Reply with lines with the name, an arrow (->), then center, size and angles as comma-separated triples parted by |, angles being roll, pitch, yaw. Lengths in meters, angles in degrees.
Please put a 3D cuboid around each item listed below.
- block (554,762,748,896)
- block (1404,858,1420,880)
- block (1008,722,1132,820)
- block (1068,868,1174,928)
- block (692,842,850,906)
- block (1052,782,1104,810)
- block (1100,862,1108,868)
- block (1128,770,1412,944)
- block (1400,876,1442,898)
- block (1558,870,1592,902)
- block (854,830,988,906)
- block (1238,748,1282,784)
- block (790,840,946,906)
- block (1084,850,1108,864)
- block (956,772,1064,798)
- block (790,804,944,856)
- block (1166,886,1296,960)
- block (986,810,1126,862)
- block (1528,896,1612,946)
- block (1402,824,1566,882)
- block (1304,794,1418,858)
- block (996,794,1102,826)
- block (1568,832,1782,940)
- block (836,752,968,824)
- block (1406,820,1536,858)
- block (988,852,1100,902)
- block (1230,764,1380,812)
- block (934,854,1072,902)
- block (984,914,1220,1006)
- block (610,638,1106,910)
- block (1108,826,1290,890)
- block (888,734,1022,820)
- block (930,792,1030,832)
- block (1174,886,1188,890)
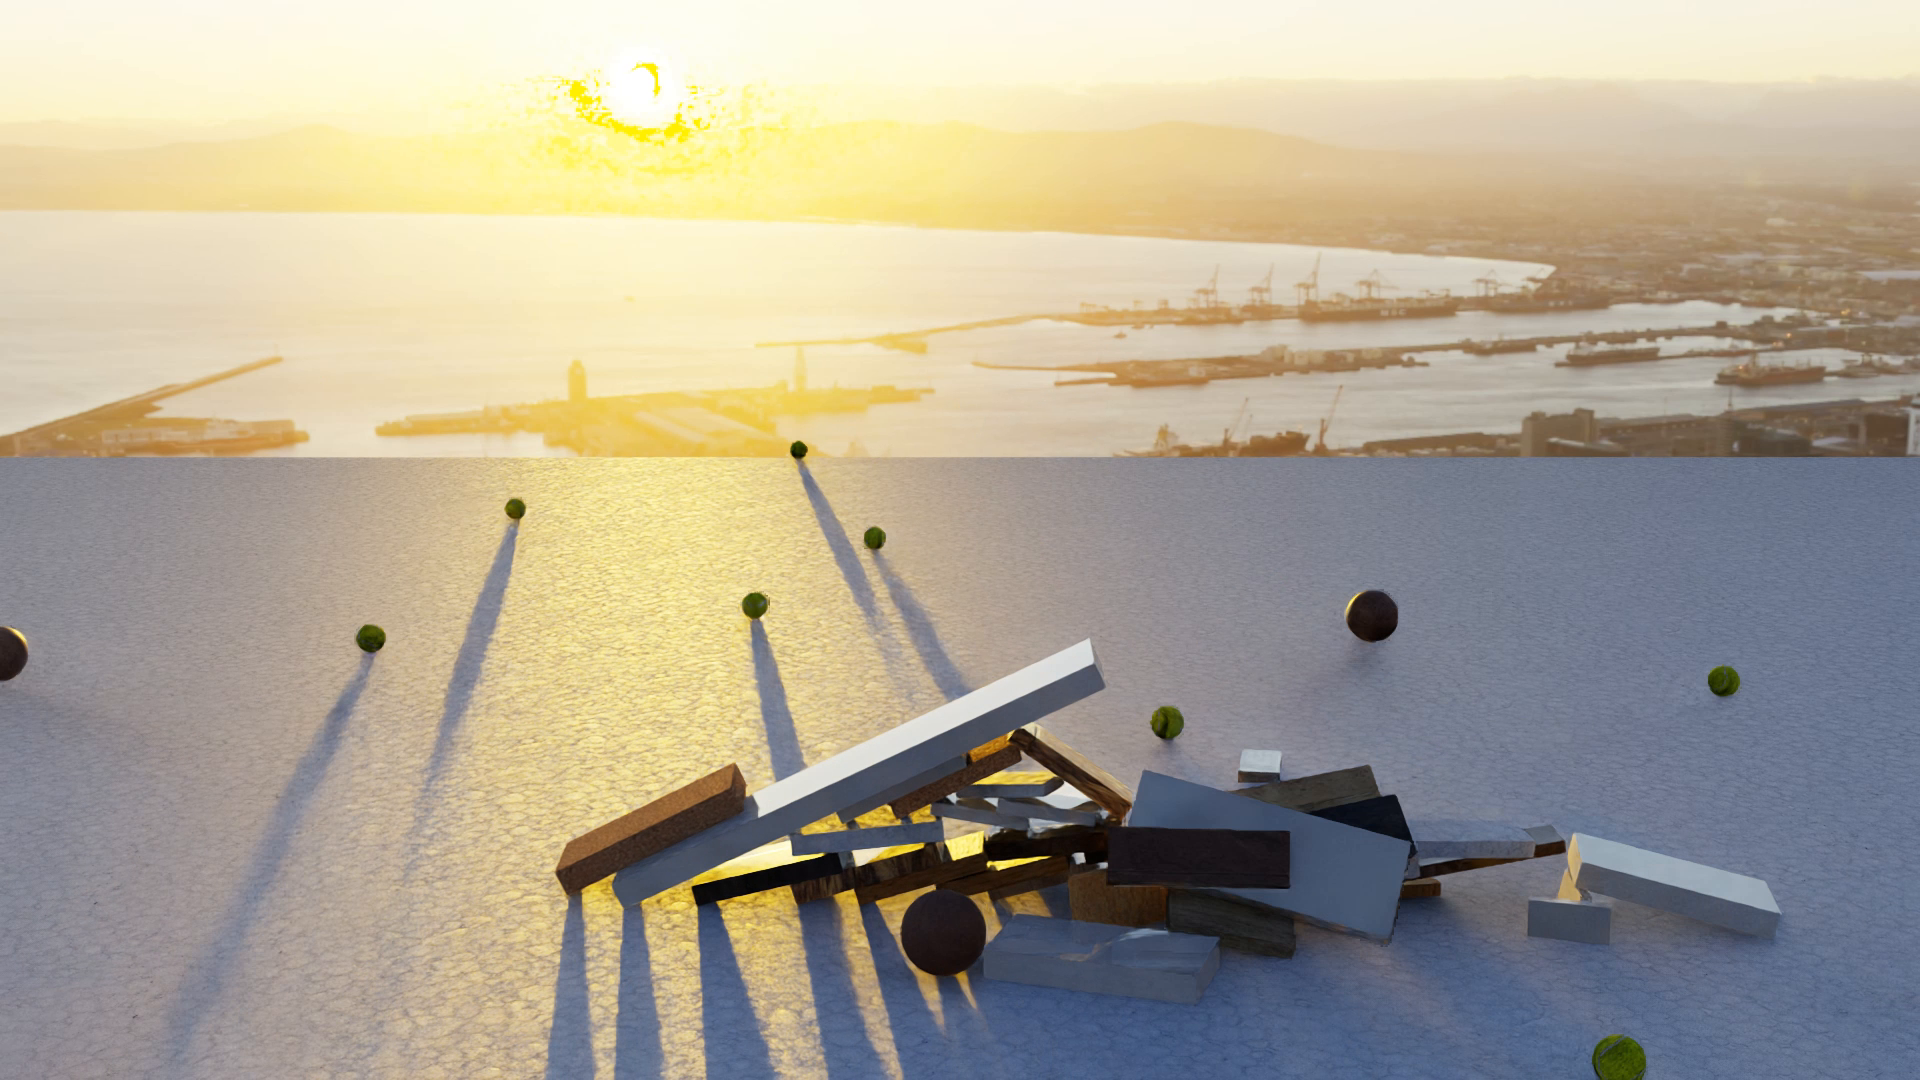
block -> -0.519, 0.487, 3.720 | 0.325, 0.046, 0.162 | -26, 10, 1
block -> 0.606, 0.536, 3.638 | 0.280, 0.040, 0.140 | -9, 12, 2
block -> 0.181, 0.372, 3.625 | 0.227, 0.032, 0.113 | 35, 7, -1
block -> 0.263, 0.568, 3.507 | 0.196, 0.098, 0.028 | -7, 3, -35
block -> -0.312, 0.543, 3.655 | 0.250, 0.035, 0.125 | -14, 10, 6
block -> 0.164, 0.484, 4.011 | 0.157, 0.044, 0.313 | -6, 6, -9
block -> 0.272, 0.539, 3.659 | 0.185, 0.026, 0.093 | -17, 9, 8
block -> 0.475, 0.495, 3.445 | 0.430, 0.157, 0.044 | 15, -21, 9
block -> 0.716, 0.576, 3.682 | 0.157, 0.022, 0.078 | -2, 11, -10
block -> 0.987, 0.581, 3.538 | 0.018, 0.063, 0.125 | 13, 11, 2
block -> -0.063, 0.545, 3.654 | 0.221, 0.031, 0.110 | -16, 10, 5
block -> 0.597, 0.449, 4.367 | 0.078, 0.022, 0.157 | 2, 11, 10
block -> -0.152, 0.536, 3.658 | 0.250, 0.035, 0.125 | -16, 10, 5
block -> 0.295, 0.497, 3.626 | 0.185, 0.026, 0.093 | -6, 11, 1
block -> 0.082, 0.405, 3.640 | 0.162, 0.023, 0.081 | -4, 7, 27
block -> -0.157, 0.475, 3.642 | 0.250, 0.035, 0.125 | -5, 11, -5
block -> 0.419, 0.594, 3.412 | 0.196, 0.028, 0.098 | 10, 25, -1
block -> 0.159, 0.486, 3.621 | 0.221, 0.031, 0.110 | -7, 11, 9
block -> 0.957, 0.598, 3.455 | 0.125, 0.063, 0.018 | 3, 14, 18
block -> 0.761, 0.538, 3.655 | 0.476, 0.022, 0.078 | -10, 12, -1
block -> 0.621, 0.477, 3.521 | 0.205, 0.103, 0.029 | -9, -23, -20
block -> 0.147, 0.439, 3.618 | 0.162, 0.023, 0.081 | 6, 9, 10
block -> 1.148, 0.556, 3.551 | 0.313, 0.044, 0.157 | 14, 13, 8
block -> -0.097, 0.394, 3.640 | 0.227, 0.032, 0.113 | -25, 8, 4
block -> 0.824, 0.489, 3.603 | 0.205, 0.029, 0.103 | 1, 12, -9
block -> 0.139, 0.551, 3.662 | 0.185, 0.026, 0.093 | -15, 10, 7
block -> 0.555, 0.458, 3.551 | 0.280, 0.140, 0.040 | -8, -23, -20
block -> 0.073, 0.543, 3.651 | 0.221, 0.031, 0.110 | -15, 10, 8
block -> 0.215, 0.631, 3.321 | 0.325, 0.046, 0.162 | 4, 11, 19
block -> -0.167, 0.384, 3.628 | 0.869, 0.046, 0.162 | -25, 10, 5
block -> 0.370, 0.493, 3.412 | 0.280, 0.086, 0.024 | 1, -21, 3
block -> -0.009, 0.386, 3.644 | 0.227, 0.032, 0.113 | -26, 8, 3
block -> 0.034, 0.447, 3.643 | 0.162, 0.023, 0.081 | 9, 9, 1
block -> 0.397, 0.535, 3.518 | 0.098, 0.028, 0.196 | 12, 51, 1
